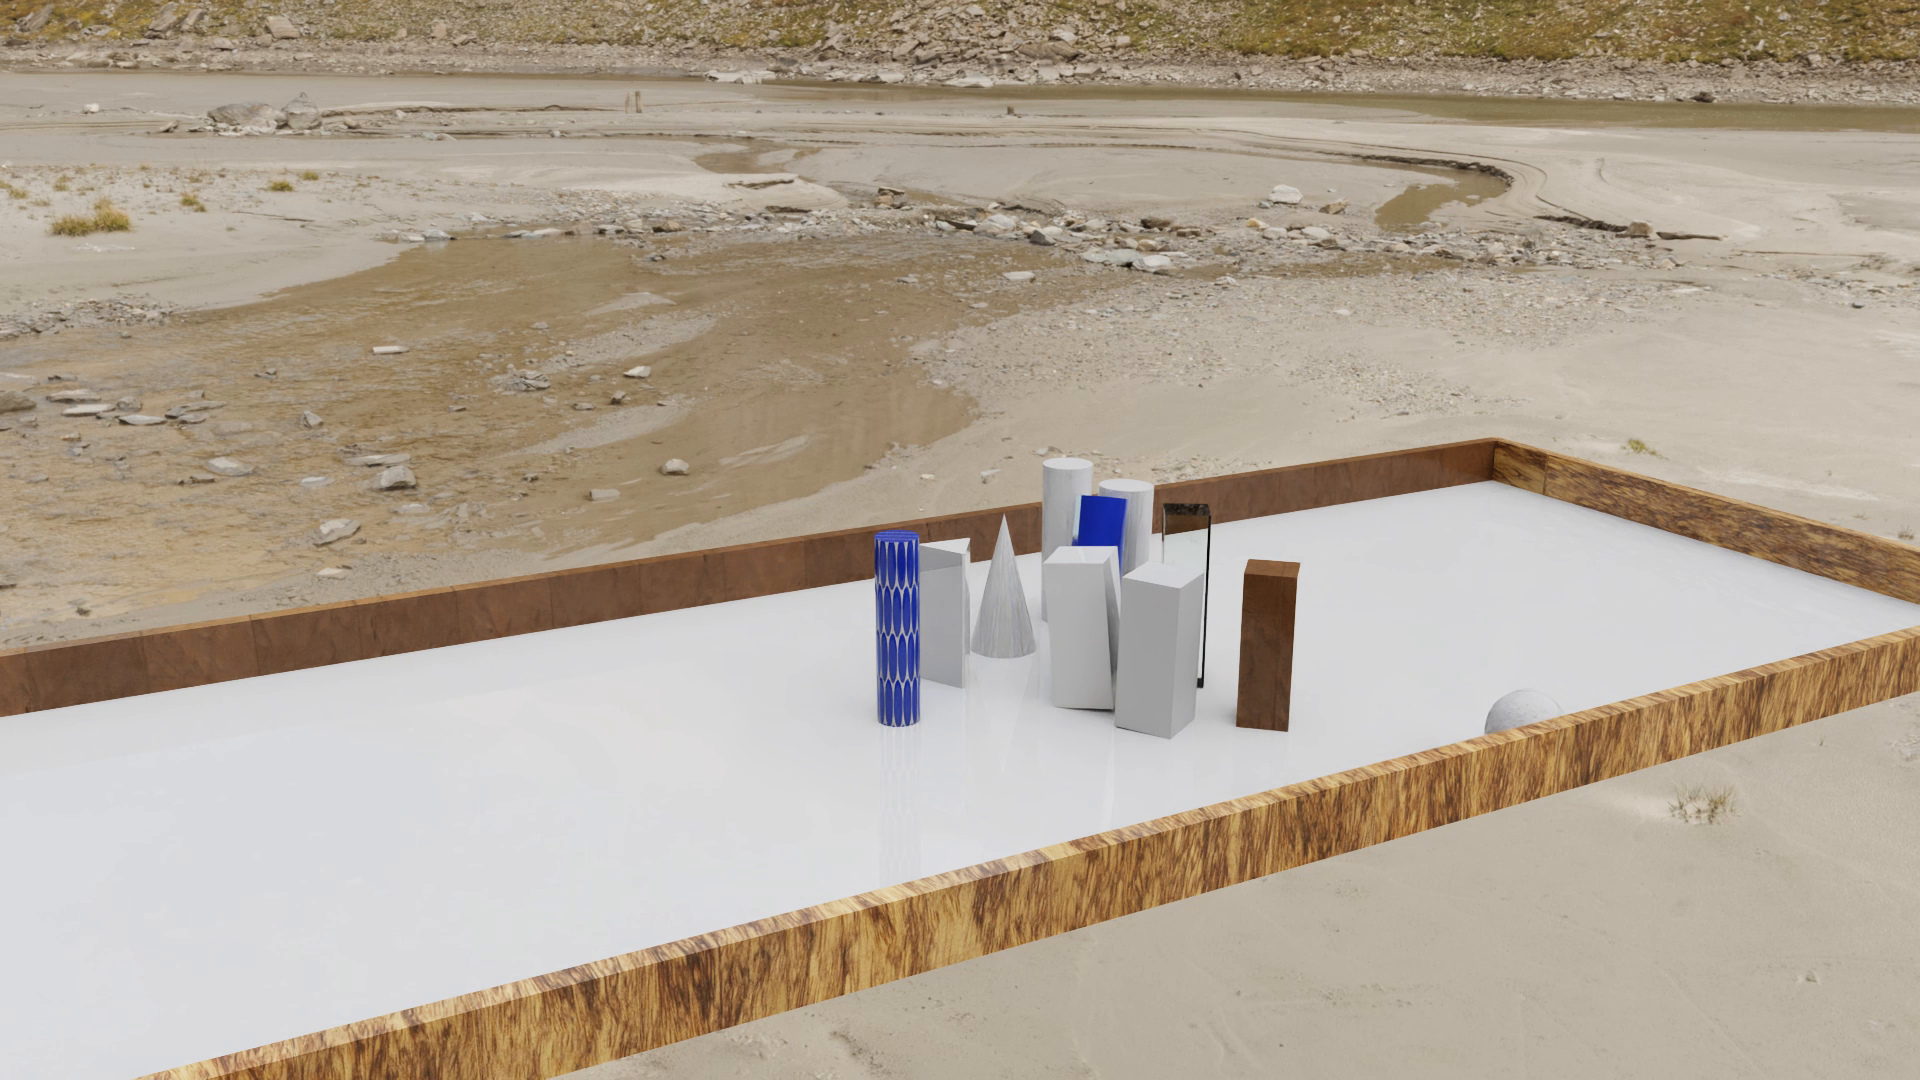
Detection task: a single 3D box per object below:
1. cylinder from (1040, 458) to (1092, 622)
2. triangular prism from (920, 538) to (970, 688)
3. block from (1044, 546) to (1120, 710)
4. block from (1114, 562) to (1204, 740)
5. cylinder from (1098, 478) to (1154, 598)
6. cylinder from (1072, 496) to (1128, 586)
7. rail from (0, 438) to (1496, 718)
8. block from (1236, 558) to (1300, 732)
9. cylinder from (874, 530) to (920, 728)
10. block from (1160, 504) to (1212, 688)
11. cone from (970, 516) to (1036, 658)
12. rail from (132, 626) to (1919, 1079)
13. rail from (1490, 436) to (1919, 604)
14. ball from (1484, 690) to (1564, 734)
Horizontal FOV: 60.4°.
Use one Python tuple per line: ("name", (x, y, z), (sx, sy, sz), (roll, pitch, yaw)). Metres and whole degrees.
("cylinder", (0.294, 0.004, 4.556), (0.136, 0.443, 0.136), (0, 16, 0))
("triangular prism", (-0.012, 0.177, 4.131), (0.135, 0.351, 0.117), (11, 20, 34))
("block", (0.304, 0.210, 3.977), (0.145, 0.363, 0.145), (0, 16, 19))
("block", (0.463, 0.254, 3.832), (0.142, 0.367, 0.142), (11, 20, 29))
("cylinder", (0.425, 0.069, 4.332), (0.144, 0.439, 0.144), (2, 15, 0))
("cylinder", (0.340, 0.111, 4.165), (0.133, 0.439, 0.133), (5, 0, 0))
("rail", (-3.305, 0.497, 3.399), (12.000, 0.150, 0.050), (-9, 18, -27))
("block", (0.720, 0.245, 3.853), (0.121, 0.377, 0.121), (4, 17, 14))
("cylinder", (-0.145, 0.207, 3.850), (0.104, 0.451, 0.104), (0, 16, 0))
("block", (0.554, 0.139, 4.093), (0.110, 0.445, 0.110), (1, 16, 4))
("cone", (0.115, 0.106, 4.336), (0.179, 0.370, 0.179), (0, 16, 0))
("rail", (-2.336, 1.006, 1.665), (12.000, 0.150, 0.050), (-9, 18, -27))
("rail", (2.466, -0.048, 5.253), (0.050, 0.150, 2.100), (-9, 18, -27))
("ball", (1.245, 0.417, 3.627), (0.174, 0.174, 0.174), (0, 16, 0))
